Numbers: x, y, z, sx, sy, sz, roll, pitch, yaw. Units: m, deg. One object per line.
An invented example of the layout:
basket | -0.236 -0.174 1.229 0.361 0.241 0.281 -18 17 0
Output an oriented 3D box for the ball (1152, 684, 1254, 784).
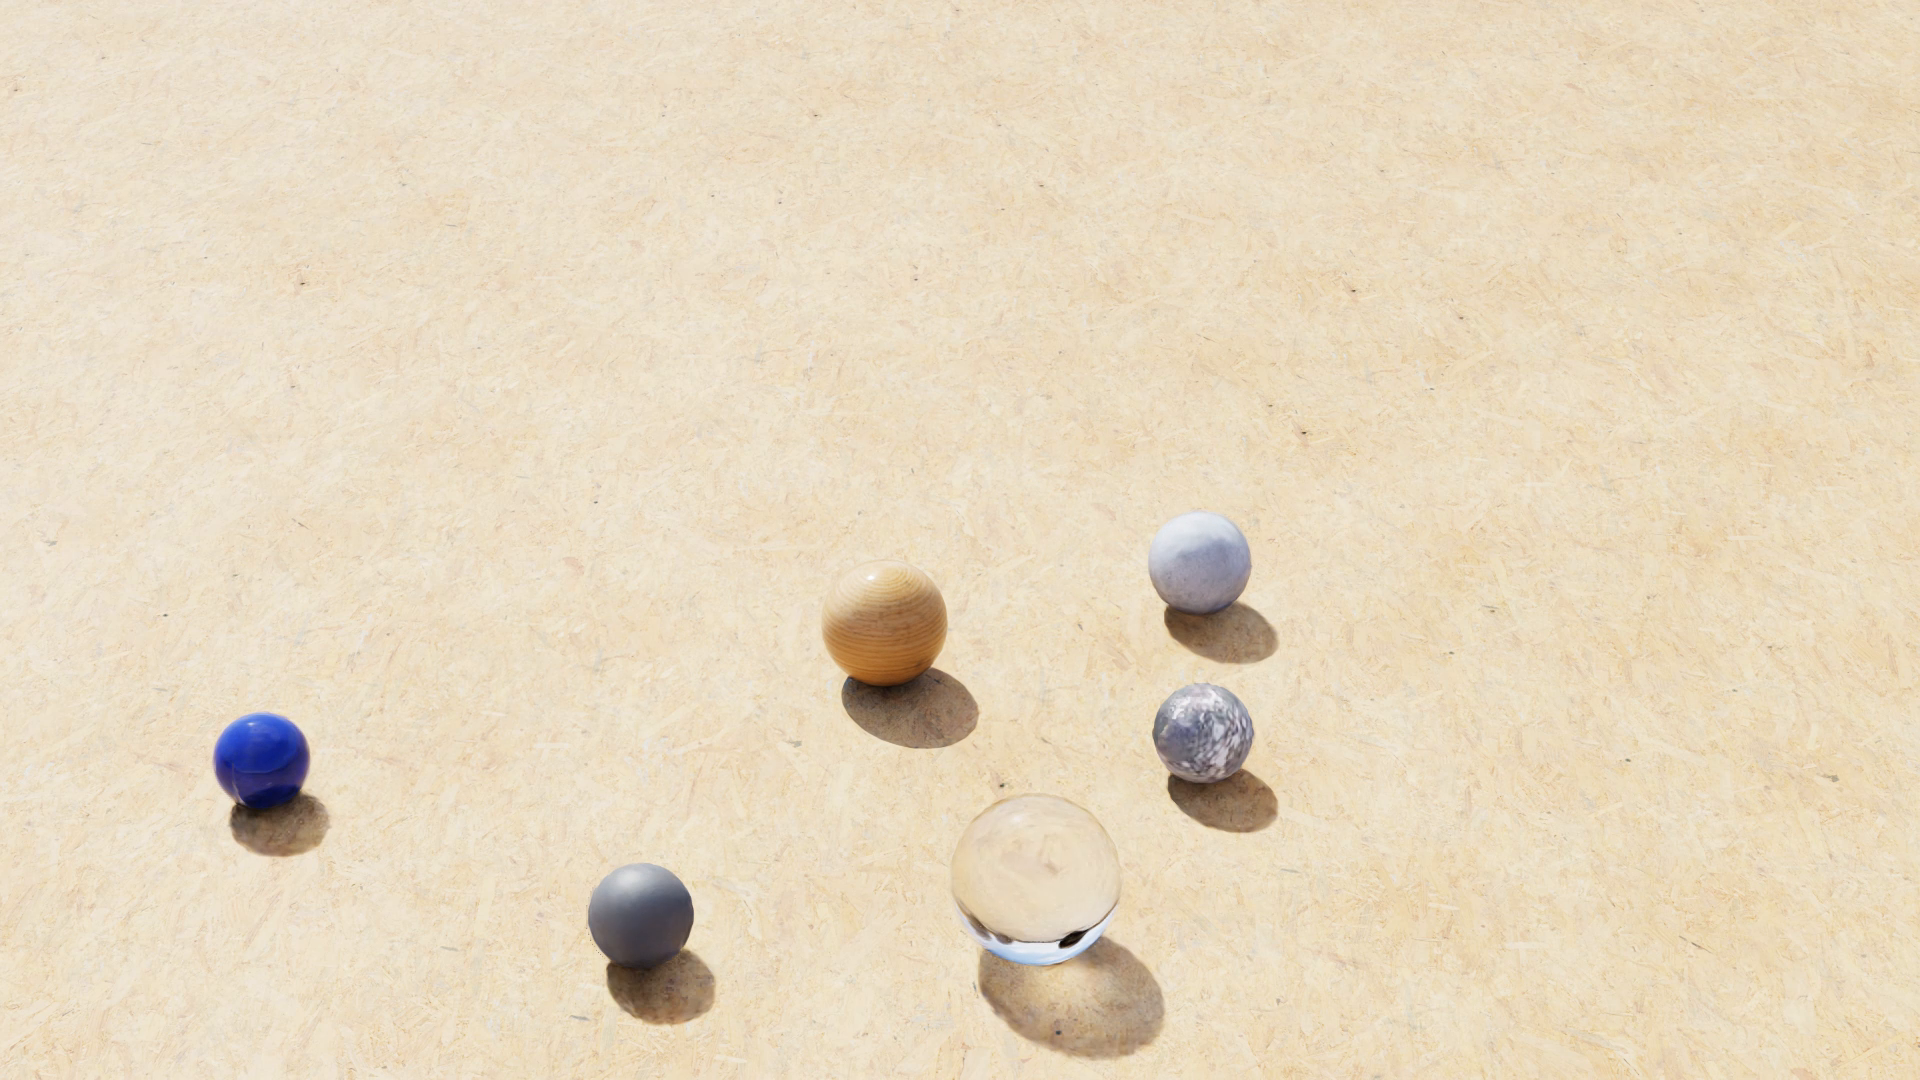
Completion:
ball | 0.126 0.100 1.528 0.052 0.052 0.052 0 30 0

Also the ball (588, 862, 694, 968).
ball | -0.151 0.178 1.393 0.050 0.050 0.050 0 30 0

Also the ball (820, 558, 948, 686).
ball | -0.041 0.045 1.607 0.070 0.070 0.070 0 30 0

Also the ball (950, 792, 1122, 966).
ball | 0.036 0.160 1.392 0.082 0.082 0.082 0 30 0

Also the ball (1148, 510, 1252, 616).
ball | 0.136 0.013 1.674 0.059 0.059 0.059 0 30 0

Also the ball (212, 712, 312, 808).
ball | -0.358 0.113 1.508 0.050 0.050 0.050 0 30 0
